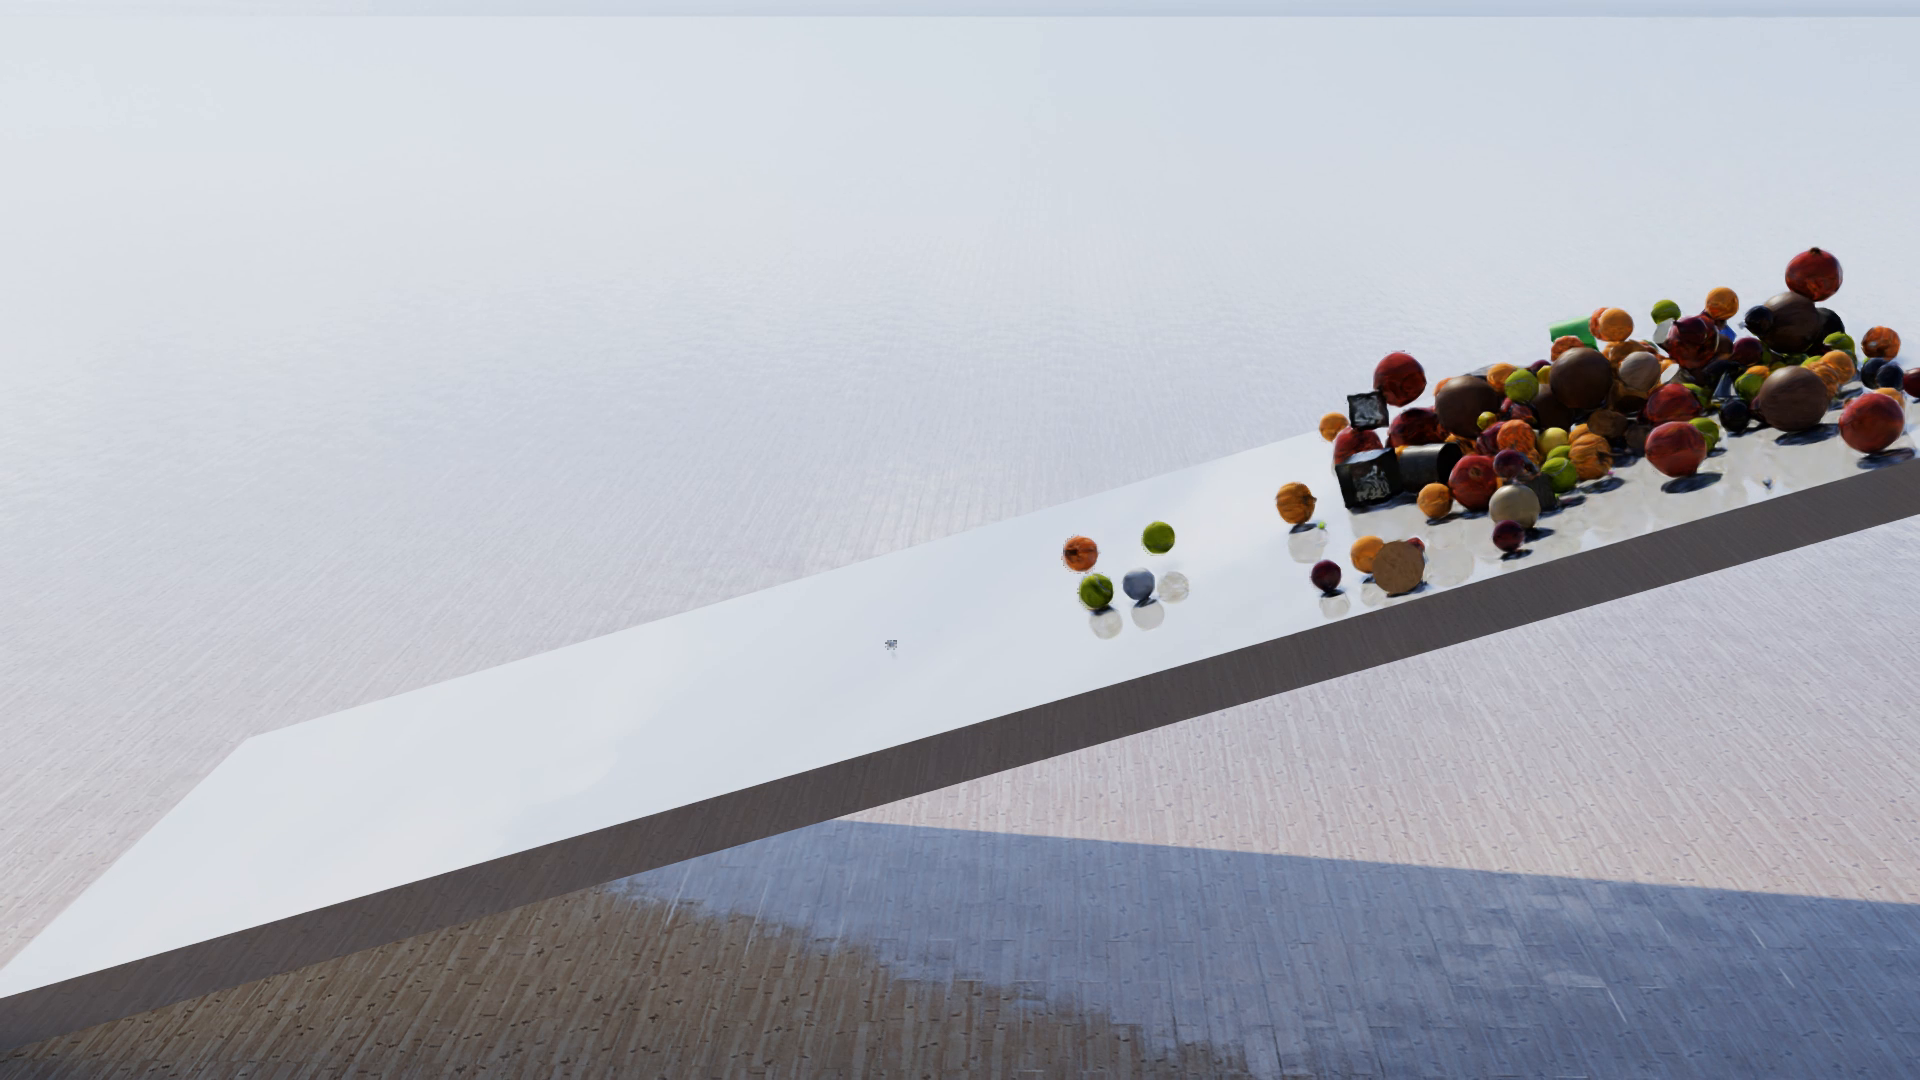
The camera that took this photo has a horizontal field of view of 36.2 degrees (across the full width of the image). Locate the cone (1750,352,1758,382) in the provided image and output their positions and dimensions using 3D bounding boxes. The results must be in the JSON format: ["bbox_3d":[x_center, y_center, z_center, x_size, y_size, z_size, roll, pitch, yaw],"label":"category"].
[{"bbox_3d":[1.700,-0.373,6.252,0.057,0.057,0.057,-16,10,3],"label":"cone"}]

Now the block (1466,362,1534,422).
[{"bbox_3d":[1.190,-0.326,6.482,0.100,0.100,0.100,-20,20,-36],"label":"block"}]

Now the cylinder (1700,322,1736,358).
[{"bbox_3d":[1.662,-0.439,6.445,0.055,0.055,0.055,39,-8,7],"label":"cylinder"}]

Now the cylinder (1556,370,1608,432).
[{"bbox_3d":[1.330,-0.295,6.233,0.096,0.096,0.096,-24,-16,-7],"label":"cylinder"}]

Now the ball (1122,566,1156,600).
[{"bbox_3d":[0.360,0.088,5.925,0.068,0.068,0.068,0,11,0],"label":"ball"}]

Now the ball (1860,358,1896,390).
[{"bbox_3d":[1.807,-0.327,5.793,0.066,0.066,0.066,0,11,0],"label":"ball"}]

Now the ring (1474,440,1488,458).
[{"bbox_3d":[1.148,-0.203,6.315,0.092,0.031,0.092,-17,12,4],"label":"ring"}]

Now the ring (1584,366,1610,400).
[{"bbox_3d":[1.332,-0.328,6.145,0.026,0.078,0.078,34,26,24],"label":"ring"}]

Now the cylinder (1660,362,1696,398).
[{"bbox_3d":[1.489,-0.331,6.100,0.052,0.052,0.052,36,1,-17],"label":"cylinder"}]

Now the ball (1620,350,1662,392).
[{"bbox_3d":[1.372,-0.340,5.932,0.083,0.083,0.083,0,11,0],"label":"ball"}]

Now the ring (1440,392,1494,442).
[{"bbox_3d":[1.086,-0.263,6.296,0.139,0.046,0.139,37,17,-13],"label":"ring"}]

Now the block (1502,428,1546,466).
[{"bbox_3d":[1.174,-0.189,6.093,0.065,0.065,0.065,-24,12,-34],"label":"block"}]

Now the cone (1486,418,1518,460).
[{"bbox_3d":[1.176,-0.196,6.194,0.096,0.096,0.096,25,24,34],"label":"cone"}]

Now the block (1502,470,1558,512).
[{"bbox_3d":[1.096,-0.088,5.657,0.066,0.066,0.066,-22,11,-12],"label":"block"}]

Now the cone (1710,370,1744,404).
[{"bbox_3d":[1.547,-0.314,5.939,0.067,0.067,0.067,0,-9,0],"label":"cone"}]

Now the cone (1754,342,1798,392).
[{"bbox_3d":[1.685,-0.373,6.134,0.095,0.095,0.095,-24,8,4],"label":"cone"}]

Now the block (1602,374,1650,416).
[{"bbox_3d":[1.388,-0.297,6.132,0.061,0.061,0.061,14,41,-21],"label":"block"}]

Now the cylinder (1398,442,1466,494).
[{"bbox_3d":[0.978,-0.149,6.087,0.099,0.099,0.099,-11,5,-44],"label":"cylinder"}]

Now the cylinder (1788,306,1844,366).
[{"bbox_3d":[1.813,-0.432,6.236,0.090,0.090,0.090,10,41,42],"label":"cylinder"}]

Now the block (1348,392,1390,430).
[{"bbox_3d":[0.867,-0.273,6.239,0.066,0.066,0.066,-9,-10,23],"label":"block"}]

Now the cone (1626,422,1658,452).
[{"bbox_3d":[1.376,-0.216,5.903,0.065,0.065,0.065,5,20,26],"label":"cone"}]

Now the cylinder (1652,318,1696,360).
[{"bbox_3d":[1.556,-0.437,6.404,0.066,0.066,0.066,35,-5,-25],"label":"cylinder"}]

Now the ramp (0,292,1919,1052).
[{"bbox_3d":[0.092,0.186,6.319,4.000,0.100,2.000,-16,10,5],"label":"ramp"}]

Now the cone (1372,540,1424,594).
[{"bbox_3d":[0.819,0.058,5.388,0.099,0.099,0.099,6,-7,29],"label":"cone"}]

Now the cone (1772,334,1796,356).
[{"bbox_3d":[1.731,-0.399,6.223,0.054,0.054,0.054,10,44,42],"label":"cone"}]

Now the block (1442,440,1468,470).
[{"bbox_3d":[1.023,-0.166,6.217,0.066,0.066,0.066,-9,12,38],"label":"block"}]

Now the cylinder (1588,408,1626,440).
[{"bbox_3d":[1.297,-0.231,5.891,0.058,0.058,0.058,9,1,40],"label":"cylinder"}]

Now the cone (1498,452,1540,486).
[{"bbox_3d":[1.140,-0.124,5.862,0.094,0.094,0.094,8,5,-33],"label":"cone"}]

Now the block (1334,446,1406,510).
[{"bbox_3d":[0.865,-0.131,6.203,0.096,0.096,0.096,-9,12,37],"label":"block"}]

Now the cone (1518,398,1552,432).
[{"bbox_3d":[1.232,-0.266,6.343,0.085,0.085,0.085,-15,15,4],"label":"cone"}]

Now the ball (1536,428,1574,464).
[{"bbox_3d":[1.216,-0.193,6.017,0.075,0.075,0.075,0,11,0],"label":"ball"}]

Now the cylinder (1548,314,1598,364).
[{"bbox_3d":[1.486,-0.487,7.122,0.098,0.098,0.098,-14,7,15],"label":"cylinder"}]

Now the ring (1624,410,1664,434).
[{"bbox_3d":[1.404,-0.243,6.079,0.104,0.035,0.104,-12,10,2],"label":"ring"}]

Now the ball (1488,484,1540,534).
[{"bbox_3d":[1.039,-0.059,5.512,0.096,0.096,0.096,0,11,0],"label":"ball"}]
